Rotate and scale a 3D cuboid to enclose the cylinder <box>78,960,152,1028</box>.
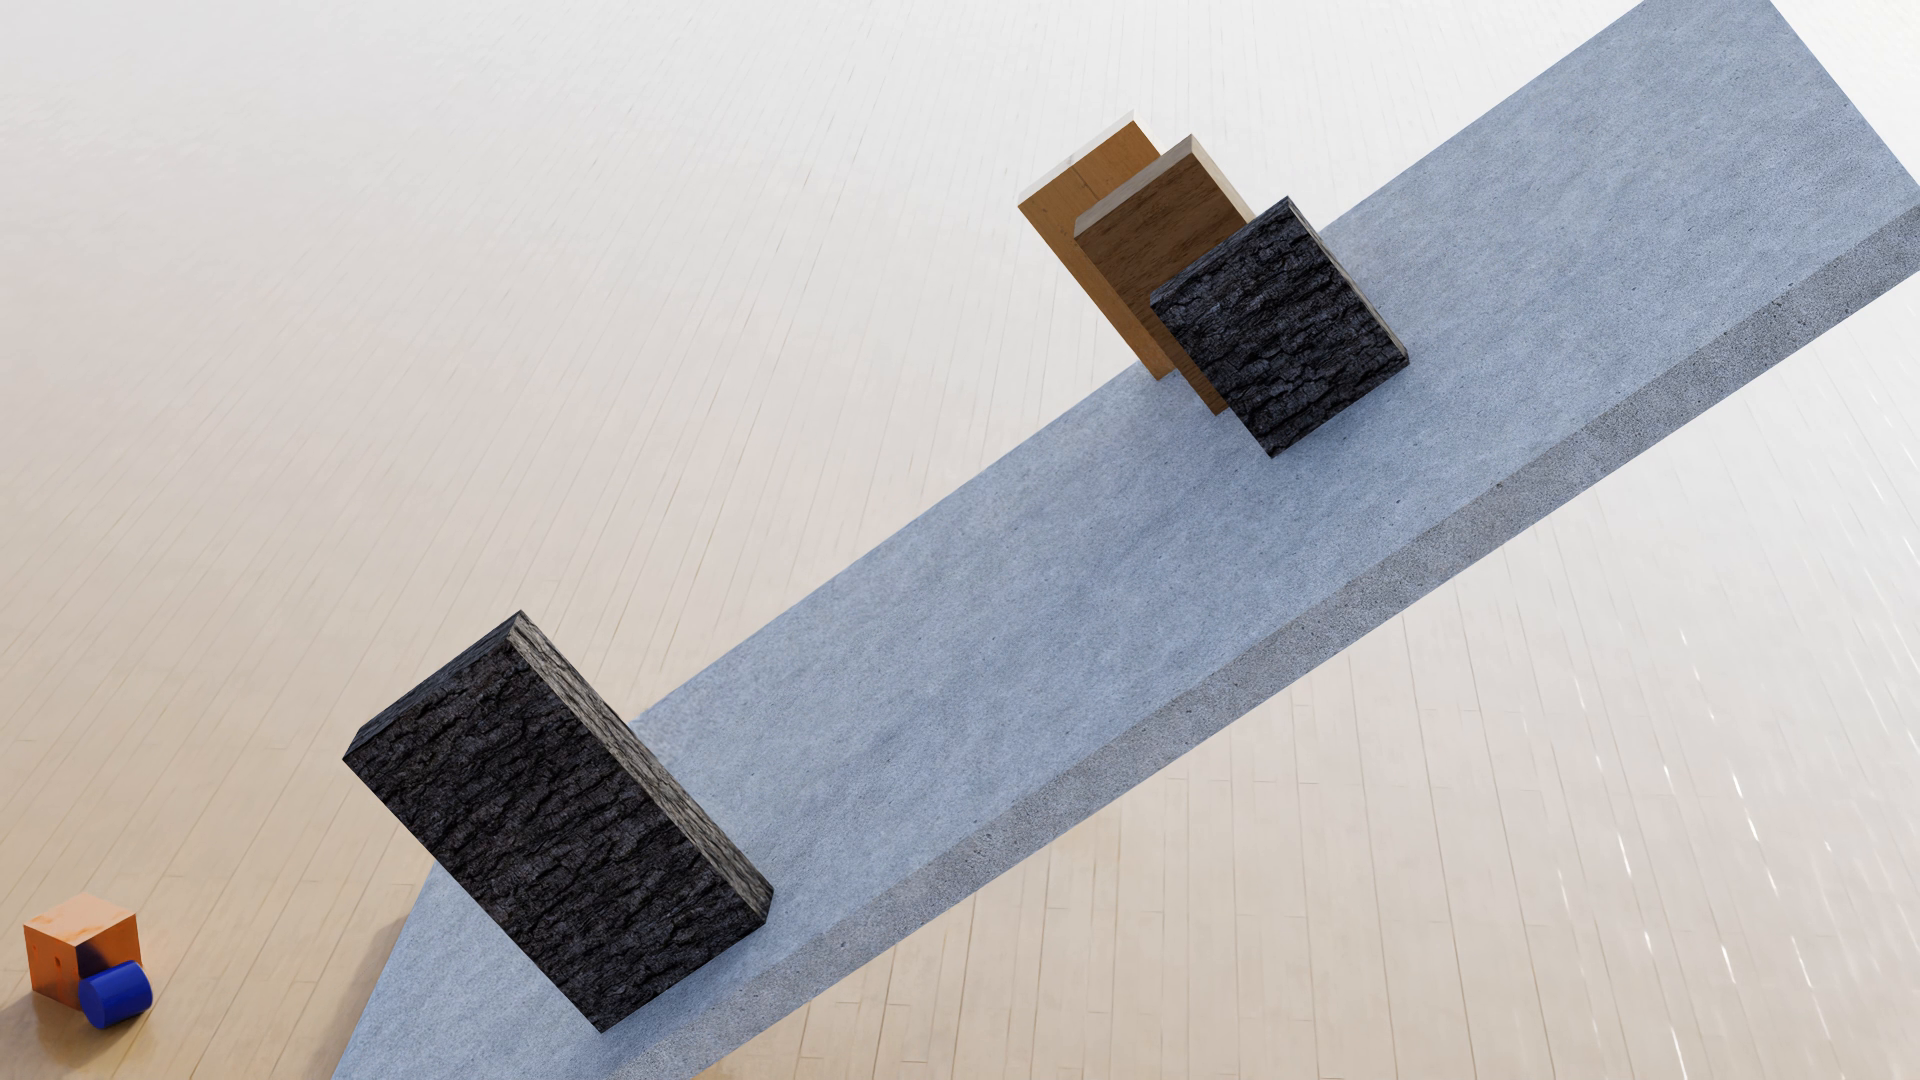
[{"bbox_3d":[-2.080,1.119,7.243,0.129,0.129,0.129,-21,31,-40],"label":"cylinder"}]

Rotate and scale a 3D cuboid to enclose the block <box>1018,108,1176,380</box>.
[{"bbox_3d":[0.430,-0.681,6.811,0.335,0.534,0.104,-35,16,17],"label":"block"}]

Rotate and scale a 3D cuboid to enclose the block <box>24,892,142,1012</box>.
[{"bbox_3d":[-2.194,1.032,7.366,0.192,0.192,0.192,15,27,31],"label":"block"}]

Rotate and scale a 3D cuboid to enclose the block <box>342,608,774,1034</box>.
[{"bbox_3d":[-0.782,0.560,5.777,0.432,0.766,0.135,-35,16,17],"label":"block"}]

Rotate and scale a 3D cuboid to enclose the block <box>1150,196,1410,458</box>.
[{"bbox_3d":[0.637,-0.421,5.859,0.338,0.406,0.083,-35,16,17],"label":"block"}]

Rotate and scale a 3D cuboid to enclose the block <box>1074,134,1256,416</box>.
[{"bbox_3d":[0.526,-0.570,6.341,0.313,0.505,0.148,-35,16,17],"label":"block"}]

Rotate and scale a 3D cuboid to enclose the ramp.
[{"bbox_3d":[0.124,0.182,6.332,4.000,0.100,2.000,-35,16,17],"label":"ramp"}]
